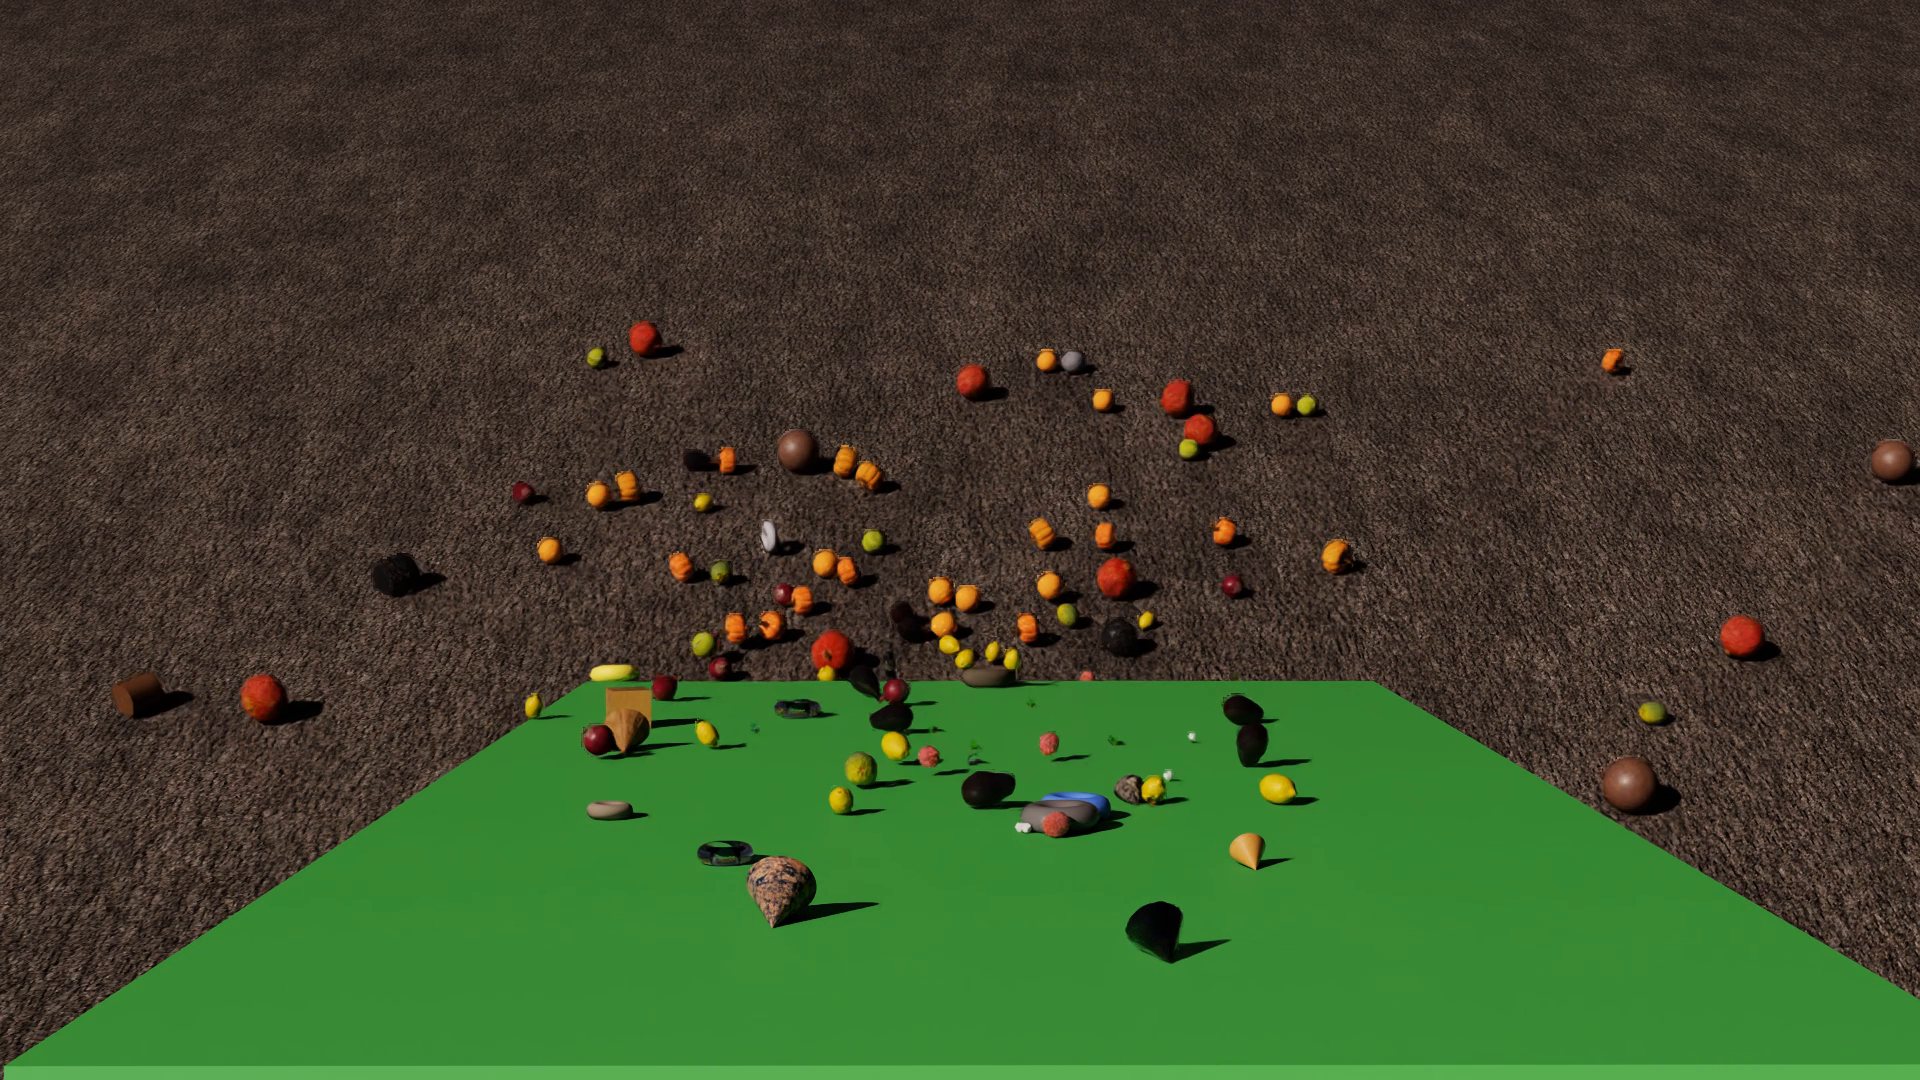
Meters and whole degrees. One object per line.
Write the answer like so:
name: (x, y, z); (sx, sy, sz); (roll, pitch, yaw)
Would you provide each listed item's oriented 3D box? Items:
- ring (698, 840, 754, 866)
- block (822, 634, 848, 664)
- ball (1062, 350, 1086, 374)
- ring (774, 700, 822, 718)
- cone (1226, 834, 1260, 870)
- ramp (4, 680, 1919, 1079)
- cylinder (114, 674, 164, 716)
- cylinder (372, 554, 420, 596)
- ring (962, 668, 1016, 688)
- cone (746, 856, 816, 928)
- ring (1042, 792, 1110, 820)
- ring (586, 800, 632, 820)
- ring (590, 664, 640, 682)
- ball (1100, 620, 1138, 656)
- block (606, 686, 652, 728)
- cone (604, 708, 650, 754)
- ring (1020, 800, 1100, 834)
ring: (-0.342, 0.457, 3.753); (0.083, 0.028, 0.083); (-1, 3, 0)
block: (-0.334, 0.288, 6.862); (0.057, 0.057, 0.057); (4, 24, 10)
ball: (0.392, -0.616, 8.916); (0.081, 0.081, 0.081); (0, 23, 0)
ring: (-0.360, 0.375, 5.715); (0.105, 0.035, 0.105); (1, 2, 0)
cone: (0.420, 0.460, 3.706); (0.054, 0.054, 0.054); (-11, 58, -24)
ramp: (0.054, 0.488, 4.541); (2.000, 0.100, 4.000); (0, 2, 0)
cylinder: (-2.099, 0.396, 6.575); (0.088, 0.088, 0.088); (18, 29, 36)
cylinder: (-1.589, 0.098, 7.256); (0.091, 0.091, 0.091); (18, 30, 36)
ring: (0.073, 0.342, 6.409); (0.135, 0.045, 0.135); (0, 1, 0)
cone: (-0.234, 0.468, 3.289); (0.092, 0.092, 0.092); (2, 29, 3)
ring: (0.187, 0.434, 4.182); (0.116, 0.039, 0.116); (1, 2, 0)
ring: (-0.570, 0.440, 4.193); (0.075, 0.025, 0.075); (1, 2, 0)
ring: (-0.881, 0.346, 6.578); (0.127, 0.042, 0.127); (-1, -11, 0)
ball: (0.425, 0.260, 6.878); (0.096, 0.096, 0.096); (0, 23, 0)
block: (-0.709, 0.359, 5.504); (0.082, 0.082, 0.082); (-1, 2, -18)
cone: (-0.661, 0.397, 5.081); (0.092, 0.092, 0.092); (-1, 29, -3)
ring: (0.158, 0.437, 4.067); (0.126, 0.042, 0.126); (-1, 2, 0)
